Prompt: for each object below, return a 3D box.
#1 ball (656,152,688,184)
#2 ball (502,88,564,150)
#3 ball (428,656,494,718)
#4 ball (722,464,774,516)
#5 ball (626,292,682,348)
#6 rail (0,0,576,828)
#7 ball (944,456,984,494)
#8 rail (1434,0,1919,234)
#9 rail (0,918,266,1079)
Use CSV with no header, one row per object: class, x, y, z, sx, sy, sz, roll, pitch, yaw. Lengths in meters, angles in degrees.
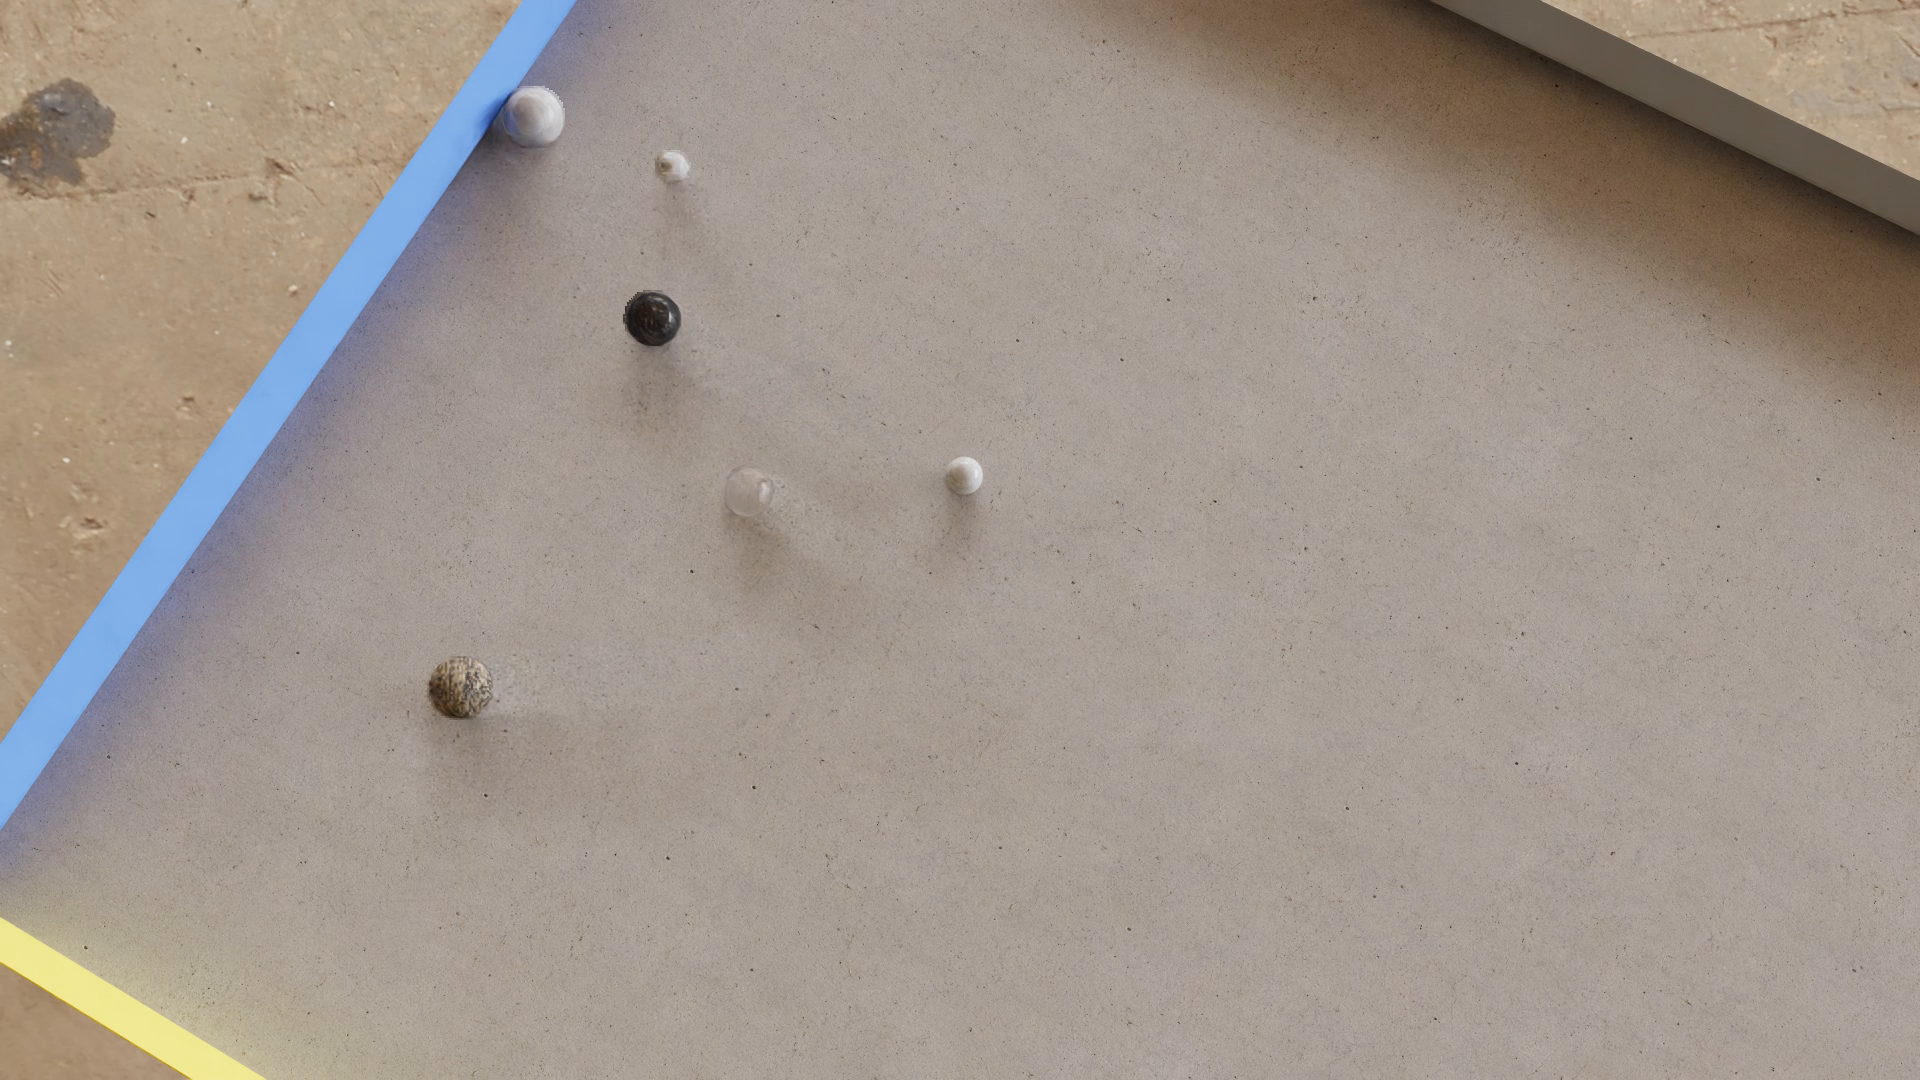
ball,-0.468,-0.607,3.581,0.051,0.051,0.051,0,73,0
ball,-0.695,-0.687,3.581,0.099,0.099,0.099,0,73,0
ball,-0.749,0.221,3.303,0.095,0.095,0.095,0,73,0
ball,-0.327,-0.076,3.402,0.081,0.081,0.081,0,73,0
ball,-0.485,-0.350,3.483,0.088,0.088,0.088,0,73,0
rail,-0.895,-0.489,3.503,0.045,0.128,2.466,28,75,8
ball,0.006,-0.100,3.421,0.059,0.059,0.059,0,73,0
rail,1.508,-0.523,3.514,4.203,0.128,0.045,28,75,8
rail,0.323,1.491,2.893,4.203,0.128,0.045,28,75,8
